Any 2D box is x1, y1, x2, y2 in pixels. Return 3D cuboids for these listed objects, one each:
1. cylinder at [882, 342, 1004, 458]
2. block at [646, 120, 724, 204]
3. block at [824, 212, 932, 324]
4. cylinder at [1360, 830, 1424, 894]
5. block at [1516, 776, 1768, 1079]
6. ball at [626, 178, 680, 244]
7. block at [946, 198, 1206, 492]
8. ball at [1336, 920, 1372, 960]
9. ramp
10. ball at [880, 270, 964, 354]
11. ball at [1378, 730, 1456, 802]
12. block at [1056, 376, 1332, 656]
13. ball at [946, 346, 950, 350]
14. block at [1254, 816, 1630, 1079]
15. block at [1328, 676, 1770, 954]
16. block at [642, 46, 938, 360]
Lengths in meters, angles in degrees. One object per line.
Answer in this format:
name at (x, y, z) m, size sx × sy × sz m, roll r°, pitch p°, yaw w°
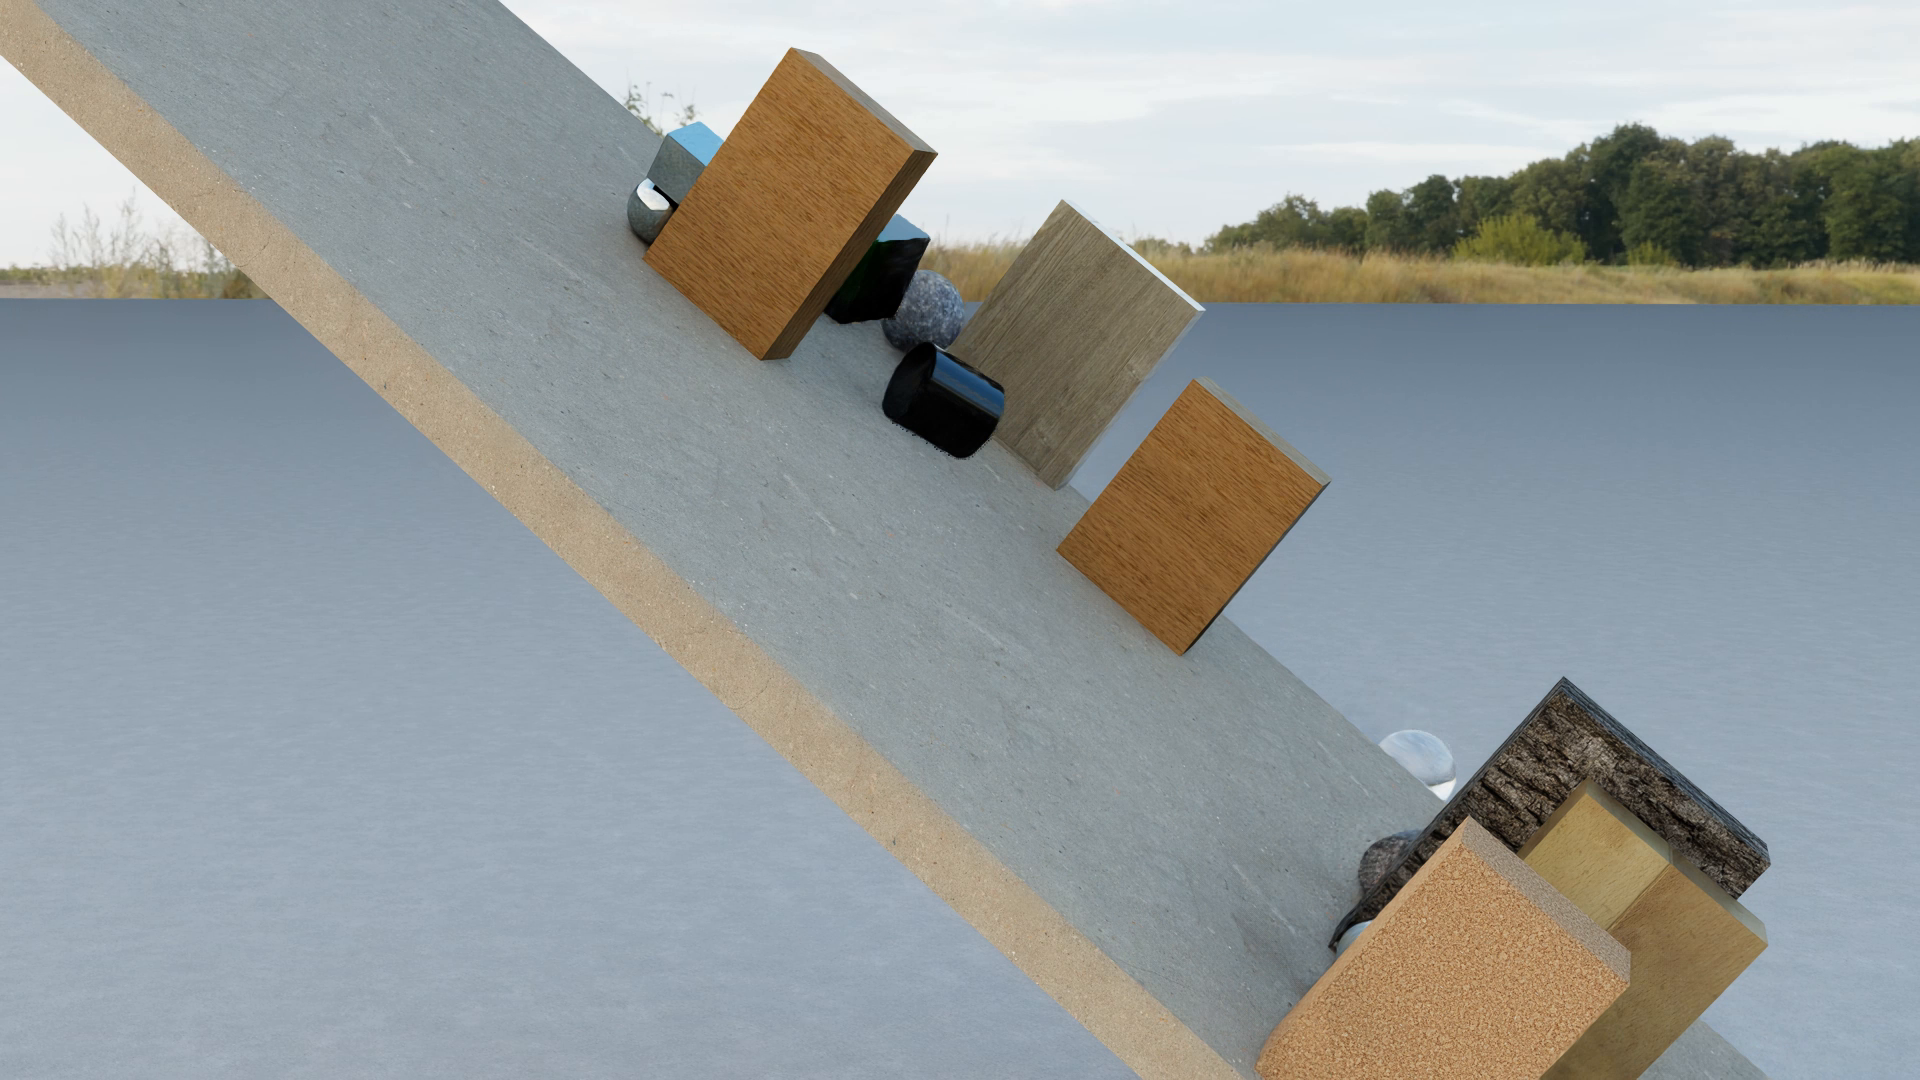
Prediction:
cylinder at (-0.033, -0.285, 4.497) m, size 0.178 × 0.178 × 0.178 m, roll 30°, pitch -8°, yaw -27°
block at (-0.523, -0.734, 4.311) m, size 0.110 × 0.110 × 0.110 m, roll 41°, pitch 37°, yaw 9°
block at (-0.233, -0.616, 4.764) m, size 0.204 × 0.204 × 0.204 m, roll 38°, pitch 27°, yaw 21°
cylinder at (0.805, 0.596, 3.958) m, size 0.138 × 0.138 × 0.138 m, roll 3°, pitch 0°, yaw 26°
block at (0.935, 0.669, 3.391) m, size 0.340 × 0.495 × 0.117 m, roll 41°, pitch 16°, yaw 9°
ball at (-0.594, -0.655, 4.377) m, size 0.137 × 0.137 × 0.137 m, roll 0°, pitch 7°, yaw 0°
block at (0.228, -0.429, 4.858) m, size 0.387 × 0.509 × 0.087 m, roll 41°, pitch 16°, yaw 9°
ball at (0.655, 0.663, 3.489) m, size 0.116 × 0.116 × 0.116 m, roll 0°, pitch 7°, yaw 0°
ramp at (-0.020, 0.072, 4.049) m, size 4.000 × 0.100 × 2.000 m, roll 41°, pitch 16°, yaw 9°
ball at (-0.087, -0.514, 4.979) m, size 0.195 × 0.195 × 0.195 m, roll 0°, pitch 7°, yaw 0°
ball at (1.058, 0.544, 5.144) m, size 0.203 × 0.203 × 0.203 m, roll 0°, pitch 7°, yaw 0°
block at (0.473, -0.050, 4.452) m, size 0.331 × 0.450 × 0.146 m, roll 41°, pitch 16°, yaw 9°
ball at (0.035, -0.409, 5.074) m, size 0.157 × 0.157 × 0.157 m, roll 0°, pitch 7°, yaw 0°
block at (0.652, 0.638, 2.982) m, size 0.278 × 0.430 × 0.146 m, roll 41°, pitch 16°, yaw 9°
block at (0.938, 0.572, 3.532) m, size 0.407 × 0.567 × 0.129 m, roll 41°, pitch 16°, yaw 9°
block at (-0.329, -0.644, 4.250) m, size 0.313 × 0.505 × 0.148 m, roll 41°, pitch 16°, yaw 9°
